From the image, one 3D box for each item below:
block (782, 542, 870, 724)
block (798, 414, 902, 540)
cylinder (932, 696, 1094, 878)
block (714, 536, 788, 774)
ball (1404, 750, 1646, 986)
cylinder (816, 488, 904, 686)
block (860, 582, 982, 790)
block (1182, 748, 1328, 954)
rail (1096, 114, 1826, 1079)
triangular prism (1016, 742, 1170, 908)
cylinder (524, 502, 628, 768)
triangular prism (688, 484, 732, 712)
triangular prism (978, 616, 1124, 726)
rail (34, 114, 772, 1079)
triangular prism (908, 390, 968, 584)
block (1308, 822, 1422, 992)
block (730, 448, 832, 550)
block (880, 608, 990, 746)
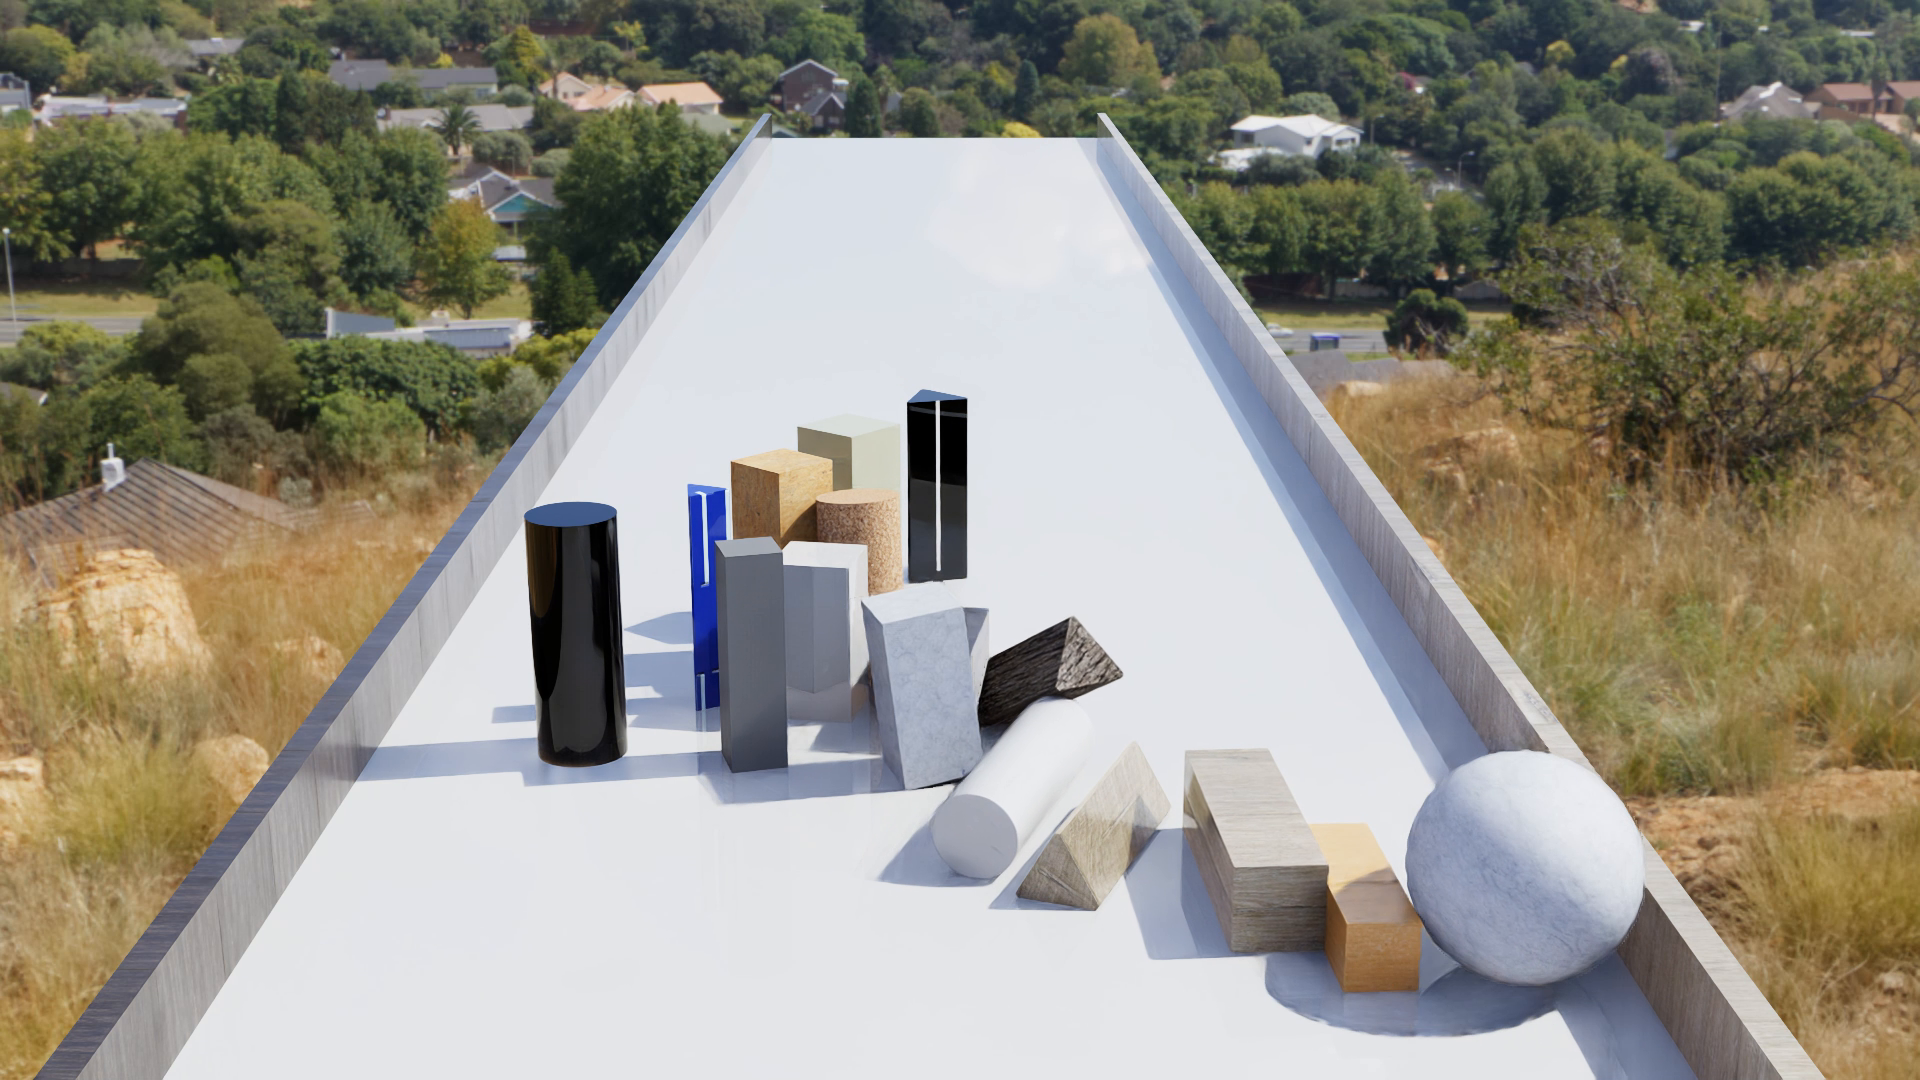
[{"bbox_3d":[-0.261,0.171,4.123,0.149,0.301,0.149,3,17,10],"label":"block"},{"bbox_3d":[-0.230,-0.036,4.609,0.151,0.421,0.151,13,21,37],"label":"block"},{"bbox_3d":[0.095,0.400,3.632,0.142,0.142,0.455,5,17,18],"label":"cylinder"},{"bbox_3d":[-0.365,0.201,3.855,0.100,0.396,0.100,-5,17,-16],"label":"block"},{"bbox_3d":[0.795,0.461,3.102,0.328,0.328,0.328,0,17,0],"label":"ball"},{"bbox_3d":[-0.190,0.091,4.269,0.161,0.358,0.161,-2,11,0],"label":"cylinder"},{"bbox_3d":[-0.065,0.252,3.811,0.143,0.309,0.143,-12,19,-14],"label":"block"},{"bbox_3d":[0.450,0.471,3.401,0.137,0.137,0.449,-1,17,-3],"label":"block"},{"bbox_3d":[0.932,-0.844,7.801,0.050,0.150,12.000,0,17,-1],"label":"rail"},{"bbox_3d":[0.220,0.444,3.521,0.132,0.114,0.404,6,18,20],"label":"triangular prism"},{"bbox_3d":[-0.677,0.166,3.891,0.161,0.443,0.161,0,17,0],"label":"cylinder"},{"bbox_3d":[-0.484,0.105,4.137,0.087,0.420,0.075,-12,20,-35],"label":"triangular prism"},{"bbox_3d":[0.142,0.234,3.967,0.140,0.121,0.314,-9,-12,-30],"label":"triangular prism"},{"bbox_3d":[-1.118,-0.838,7.780,0.050,0.150,12.000,0,17,-1],"label":"rail"},{"bbox_3d":[-0.065,-0.123,4.916,0.137,0.413,0.118,-5,17,-17],"label":"triangular prism"},{"bbox_3d":[0.582,0.536,3.240,0.106,0.106,0.341,-1,17,-3],"label":"block"},{"bbox_3d":[-0.349,0.044,4.349,0.140,0.416,0.140,15,22,41],"label":"block"},{"bbox_3d":[-0.043,0.253,4.115,0.149,0.149,0.371,2,17,8],"label":"block"}]
